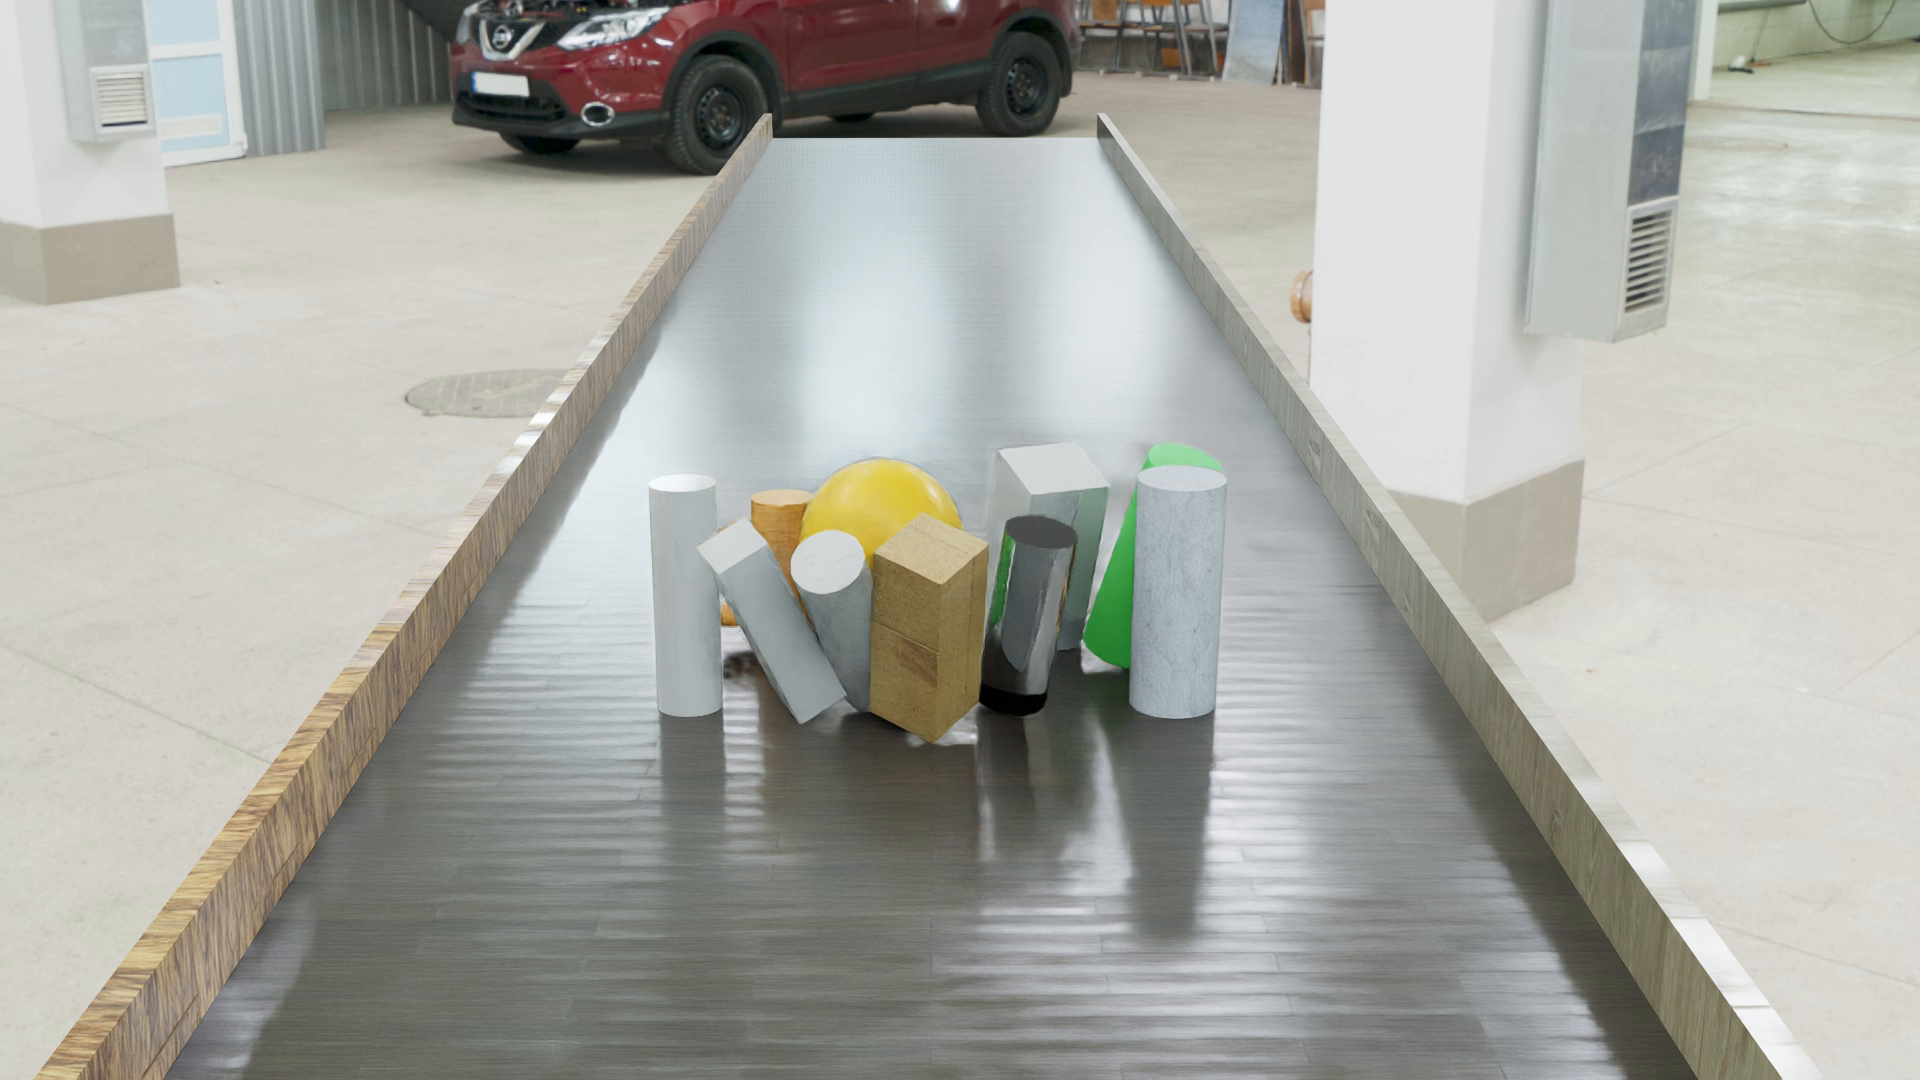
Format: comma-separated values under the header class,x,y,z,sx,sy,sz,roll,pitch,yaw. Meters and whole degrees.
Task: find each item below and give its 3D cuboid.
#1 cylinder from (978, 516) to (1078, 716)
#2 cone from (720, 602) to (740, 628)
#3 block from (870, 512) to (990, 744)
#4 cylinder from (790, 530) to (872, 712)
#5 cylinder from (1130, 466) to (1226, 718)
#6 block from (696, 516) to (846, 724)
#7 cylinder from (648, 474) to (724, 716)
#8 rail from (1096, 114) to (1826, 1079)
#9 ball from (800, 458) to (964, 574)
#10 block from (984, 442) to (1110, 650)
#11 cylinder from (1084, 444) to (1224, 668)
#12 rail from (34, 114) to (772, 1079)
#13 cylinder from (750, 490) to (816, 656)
class,x,y,z,sx,sy,sz,roll,pitch,yaw
cylinder,0.122,0.141,4.099,0.137,0.350,0.137,8,25,-4
cone,-0.445,0.148,4.515,0.344,0.125,0.125,-7,18,-18
block,-0.057,0.160,3.945,0.145,0.374,0.145,25,43,25
cylinder,-0.196,0.153,3.999,0.132,0.421,0.132,-5,56,8
cylinder,0.406,0.097,4.114,0.165,0.444,0.165,1,18,0
block,-0.339,0.151,3.998,0.103,0.397,0.103,-33,40,-11
cylinder,-0.511,0.104,4.111,0.124,0.437,0.124,0,17,0
rail,0.932,-0.844,7.801,0.050,0.150,12.000,0,17,-1
ball,-0.148,0.001,4.165,0.312,0.312,0.312,0,17,0
block,0.161,0.020,4.415,0.169,0.390,0.169,-7,36,-22
cylinder,0.377,0.034,4.308,0.153,0.432,0.153,13,31,-8
rail,-1.118,-0.838,7.780,0.050,0.150,12.000,0,17,-1
cylinder,-0.353,0.072,4.410,0.126,0.326,0.126,0,16,0
